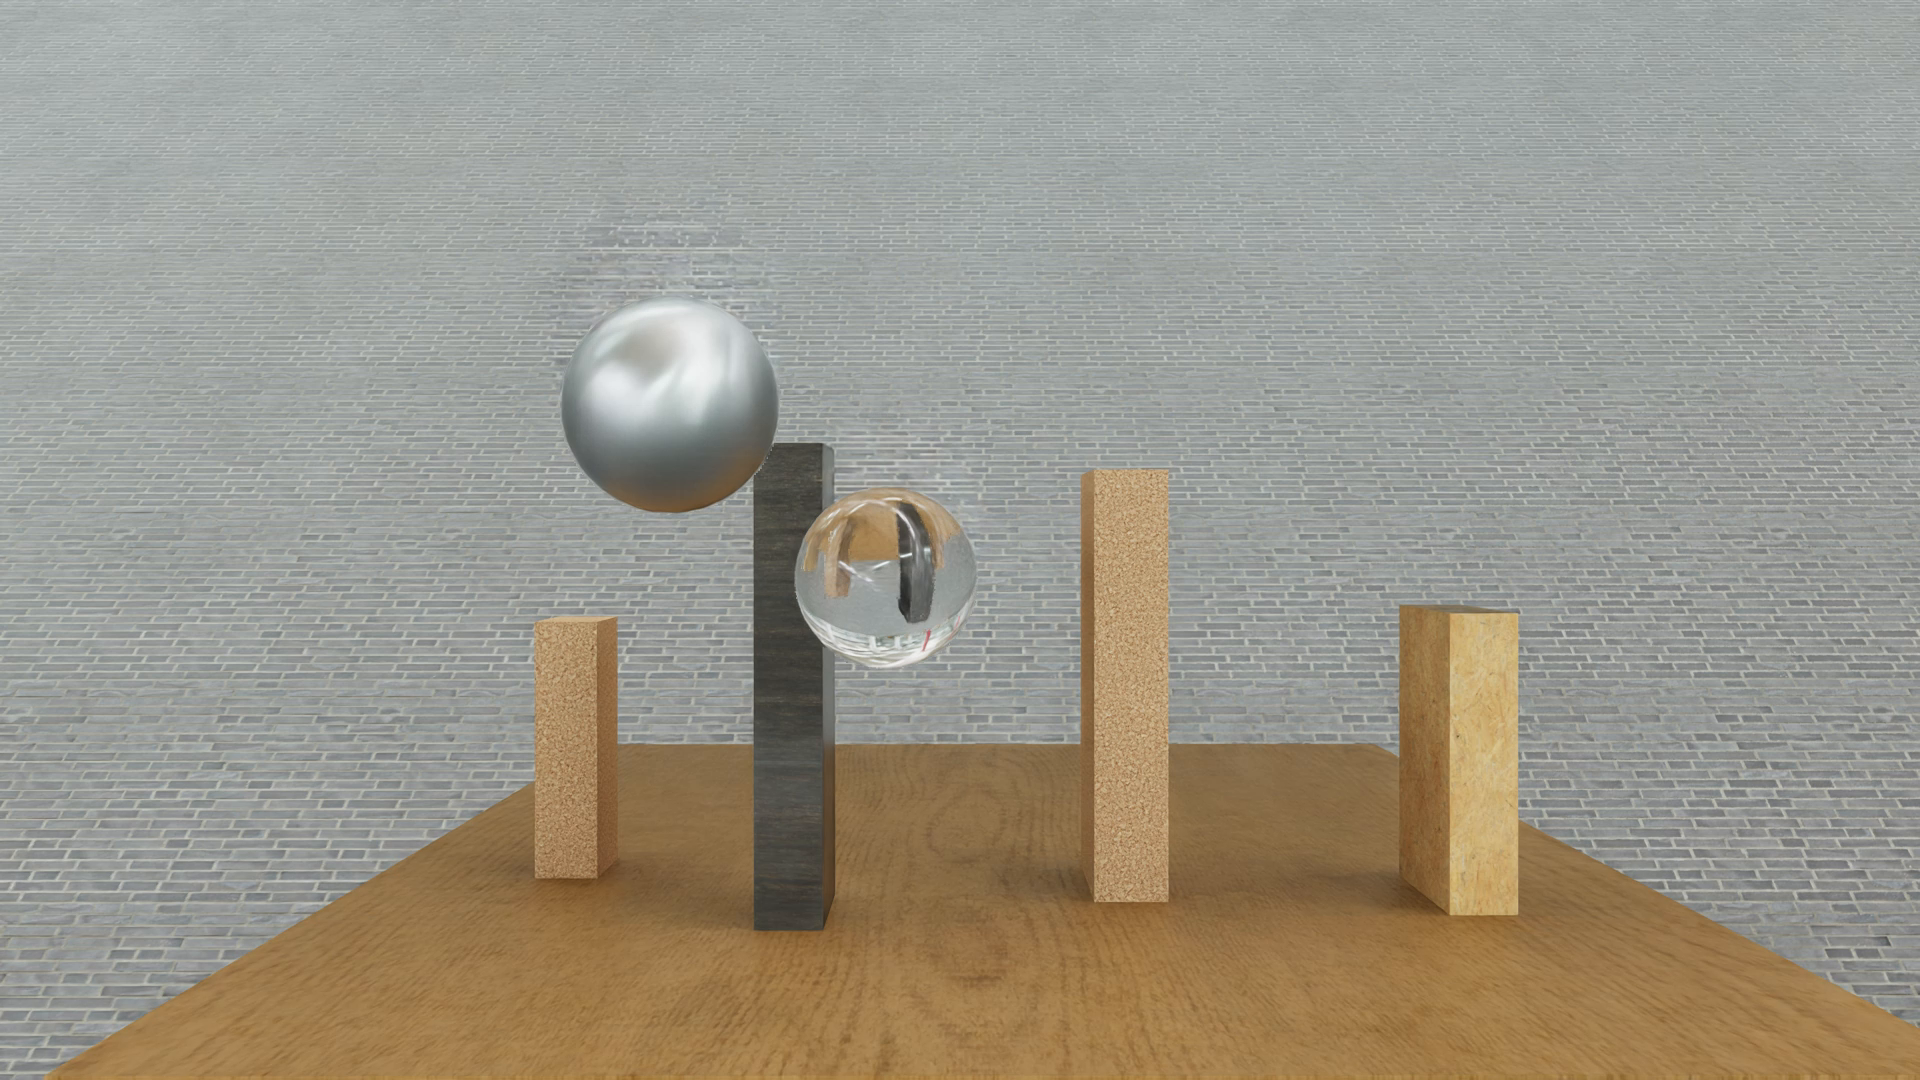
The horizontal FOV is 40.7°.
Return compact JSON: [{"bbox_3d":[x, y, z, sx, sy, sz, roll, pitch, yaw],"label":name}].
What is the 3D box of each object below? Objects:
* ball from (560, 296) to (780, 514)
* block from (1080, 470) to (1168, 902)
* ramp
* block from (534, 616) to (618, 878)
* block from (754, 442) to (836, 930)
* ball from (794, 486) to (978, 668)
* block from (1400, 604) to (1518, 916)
[{"bbox_3d":[-0.271,-0.127,2.422,0.204,0.204,0.204,0,29,0],"label":"ball"},{"bbox_3d":[0.255,0.216,4.053,0.110,0.644,0.416,0,0,0],"label":"block"},{"bbox_3d":[0.065,0.585,4.633,2.000,0.100,4.000,0,0,0],"label":"ramp"},{"bbox_3d":[-0.626,0.333,4.230,0.099,0.408,0.245,0,0,0],"label":"block"},{"bbox_3d":[-0.238,0.202,3.751,0.096,0.675,0.353,0,0,0],"label":"block"},{"bbox_3d":[-0.085,0.043,2.980,0.210,0.210,0.210,0,29,0],"label":"ball"},{"bbox_3d":[0.752,0.321,3.927,0.098,0.434,0.425,0,0,0],"label":"block"}]
